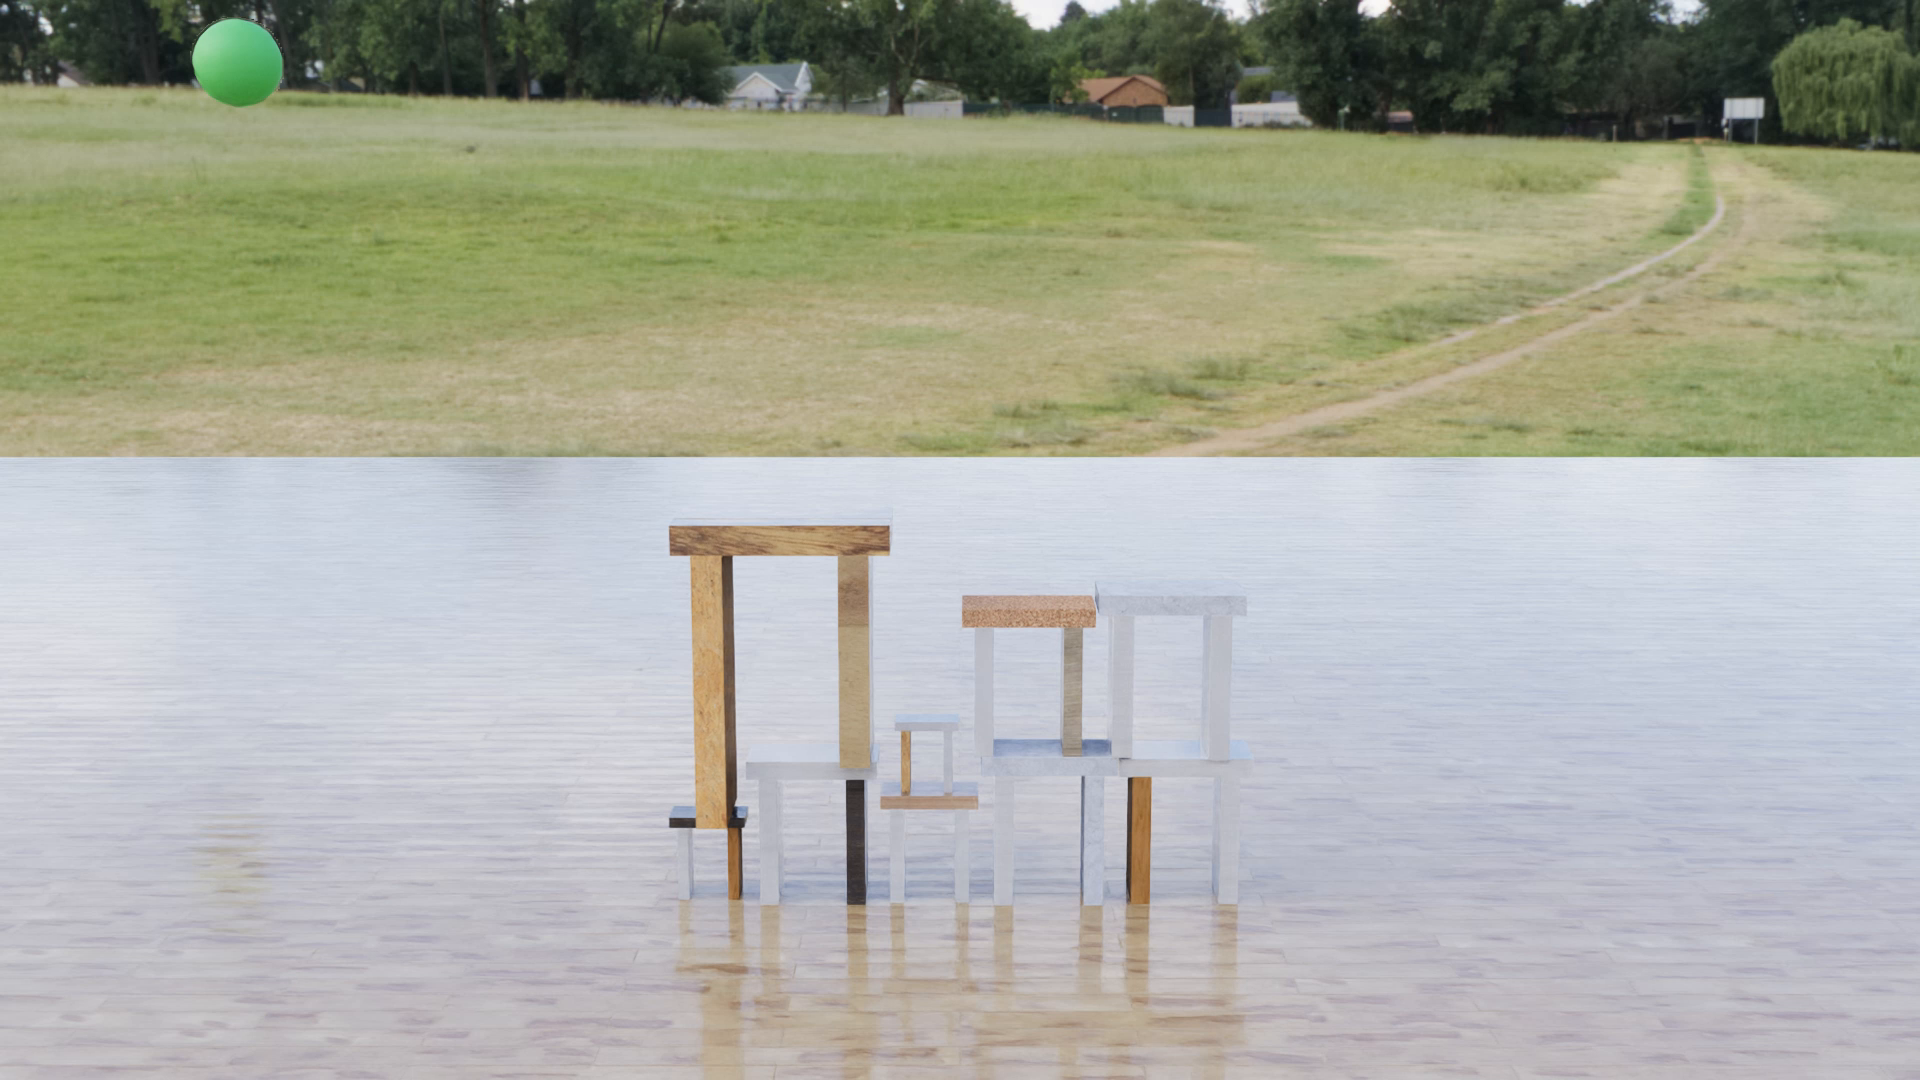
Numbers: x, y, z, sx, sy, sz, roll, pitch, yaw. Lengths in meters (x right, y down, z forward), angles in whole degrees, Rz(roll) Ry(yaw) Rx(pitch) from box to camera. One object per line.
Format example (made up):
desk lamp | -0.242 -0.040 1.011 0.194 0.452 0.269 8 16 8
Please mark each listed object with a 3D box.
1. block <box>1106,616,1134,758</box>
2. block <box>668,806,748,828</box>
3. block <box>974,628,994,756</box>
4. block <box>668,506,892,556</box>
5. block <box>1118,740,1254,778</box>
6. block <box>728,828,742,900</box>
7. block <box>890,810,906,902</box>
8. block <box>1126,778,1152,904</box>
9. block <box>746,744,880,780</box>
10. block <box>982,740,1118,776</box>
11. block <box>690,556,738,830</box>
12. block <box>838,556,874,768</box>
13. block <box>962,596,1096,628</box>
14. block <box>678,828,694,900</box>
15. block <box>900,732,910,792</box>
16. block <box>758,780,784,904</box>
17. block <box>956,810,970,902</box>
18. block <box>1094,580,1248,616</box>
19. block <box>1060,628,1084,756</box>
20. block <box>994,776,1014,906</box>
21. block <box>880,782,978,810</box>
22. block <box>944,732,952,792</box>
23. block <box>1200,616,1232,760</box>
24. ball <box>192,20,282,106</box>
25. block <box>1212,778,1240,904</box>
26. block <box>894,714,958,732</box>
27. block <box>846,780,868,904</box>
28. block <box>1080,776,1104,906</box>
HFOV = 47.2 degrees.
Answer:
block | 0.263 0.227 3.601 0.033 0.236 0.118 0 11 0
block | -0.416 0.459 3.645 0.124 0.018 0.062 0 11 0
block | 0.039 0.237 3.603 0.030 0.215 0.108 0 11 0
block | -0.285 -0.015 3.554 0.347 0.049 0.174 0 11 0
block | 0.369 0.361 3.630 0.217 0.031 0.108 0 11 0
block | -0.374 0.529 3.659 0.018 0.124 0.062 0 11 0
block | -0.103 0.512 3.650 0.023 0.160 0.080 0 11 0
block | 0.297 0.483 3.653 0.031 0.217 0.108 0 11 0
block | -0.241 0.366 3.627 0.213 0.030 0.107 0 11 0
block | 0.146 0.358 3.624 0.221 0.031 0.110 0 11 0
block | -0.402 0.231 3.598 0.049 0.449 0.174 0 11 0
block | -0.169 0.180 3.590 0.049 0.347 0.174 0 11 0
block | 0.111 0.116 3.581 0.215 0.030 0.108 0 11 0
block | -0.457 0.529 3.659 0.018 0.124 0.062 0 11 0
block | -0.089 0.359 3.627 0.015 0.104 0.052 0 11 0
block | -0.313 0.485 3.649 0.030 0.213 0.107 0 11 0
block | 0.003 0.512 3.650 0.023 0.160 0.080 0 11 0
block | 0.341 0.094 3.576 0.236 0.033 0.118 0 11 0
block | 0.182 0.237 3.603 0.030 0.215 0.108 0 11 0
block | 0.072 0.482 3.647 0.031 0.221 0.110 0 11 0
block | -0.050 0.422 3.633 0.160 0.023 0.080 0 11 0
block | -0.019 0.359 3.627 0.015 0.104 0.052 0 11 0
block | 0.420 0.229 3.601 0.033 0.240 0.118 0 11 0
ball | -1.948 -1.286 5.932 0.232 0.232 0.232 0 11 0
block | 0.441 0.483 3.653 0.031 0.217 0.108 0 11 0
block | -0.054 0.300 3.616 0.104 0.015 0.052 0 11 0
block | -0.171 0.485 3.649 0.030 0.213 0.107 0 11 0
block | 0.219 0.482 3.647 0.031 0.221 0.110 0 11 0
